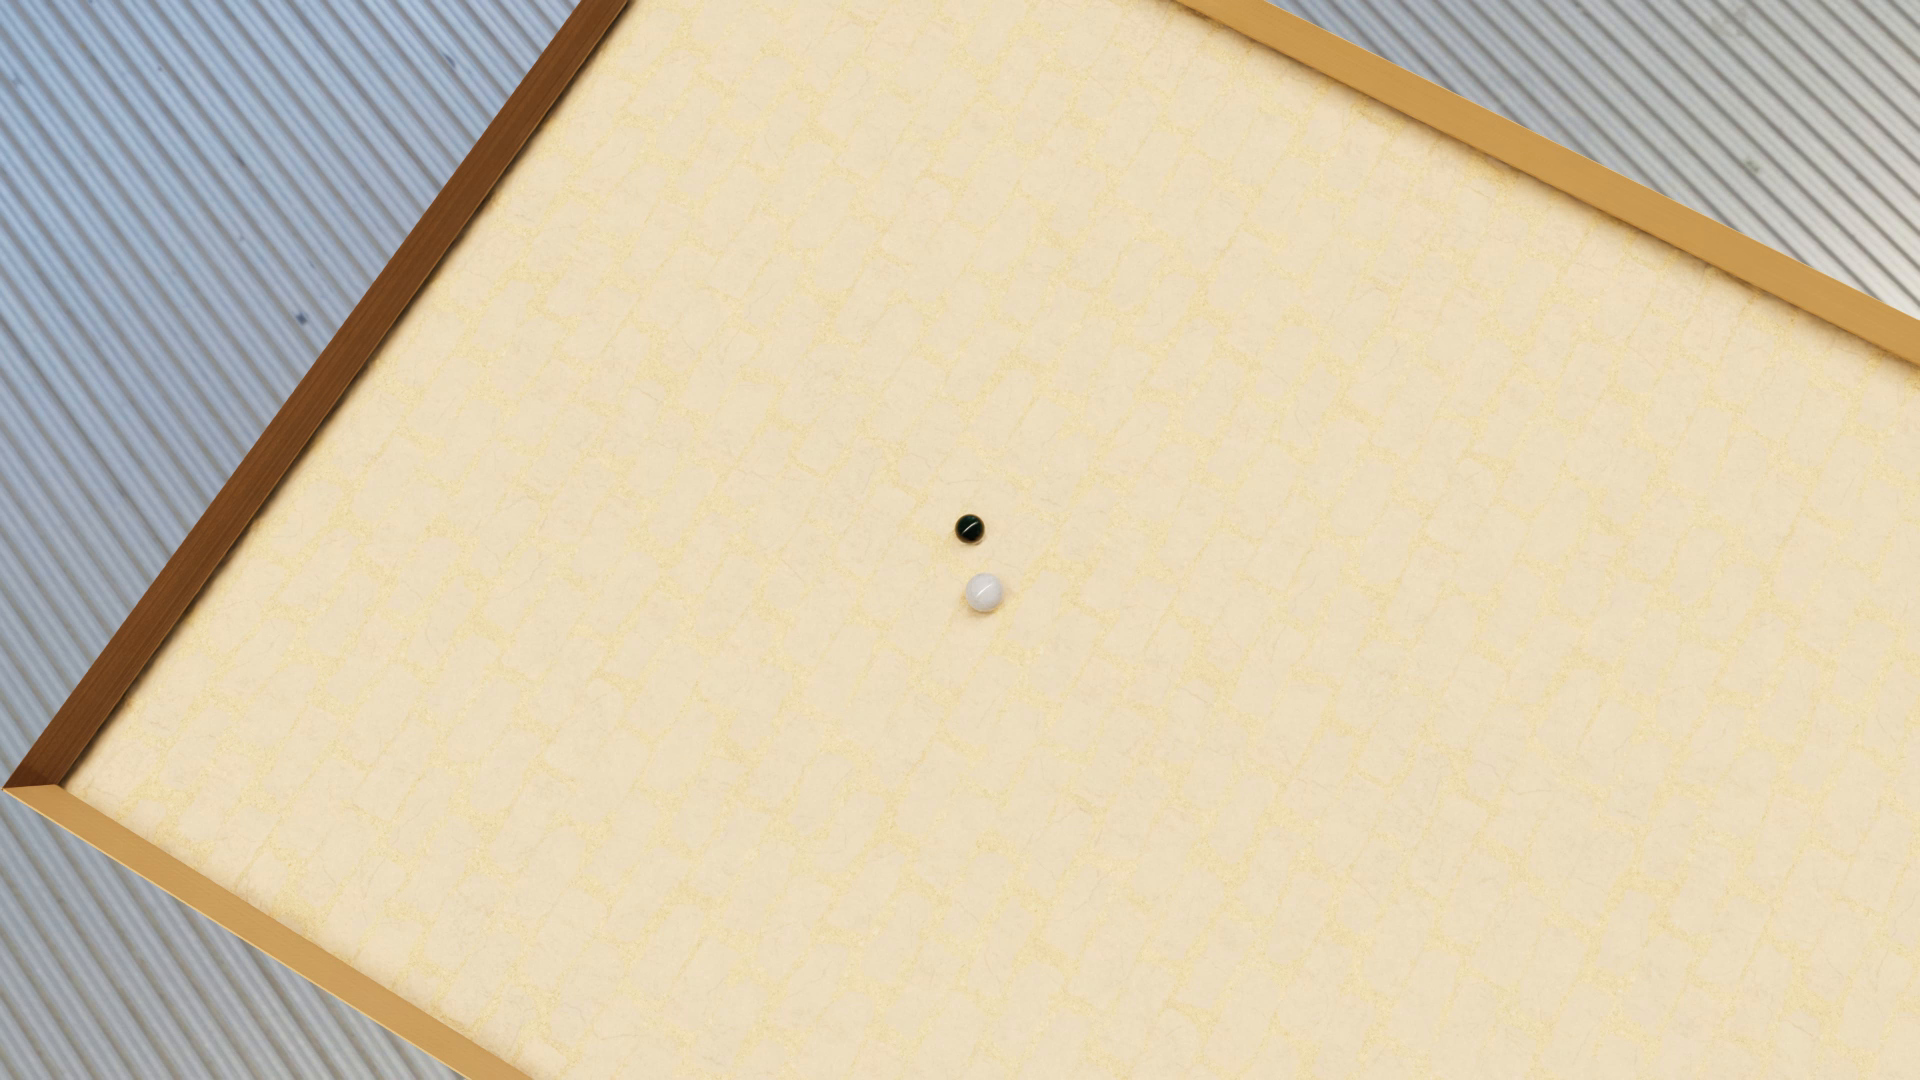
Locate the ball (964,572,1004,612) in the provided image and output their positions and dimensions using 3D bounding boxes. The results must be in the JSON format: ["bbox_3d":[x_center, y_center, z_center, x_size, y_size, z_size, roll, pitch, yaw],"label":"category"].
[{"bbox_3d":[0.038,0.080,3.399,0.061,0.061,0.061,0,71,0],"label":"ball"}]

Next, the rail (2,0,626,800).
[{"bbox_3d":[-0.859,-0.476,3.575,0.045,0.091,2.126,29,73,9],"label":"rail"}]

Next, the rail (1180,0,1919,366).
[{"bbox_3d":[1.400,-0.374,3.540,4.065,0.091,0.045,29,73,9],"label":"rail"}]

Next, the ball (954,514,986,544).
[{"bbox_3d":[0.015,-0.017,3.439,0.049,0.049,0.049,0,71,0],"label":"ball"}]

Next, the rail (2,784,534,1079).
[{"bbox_3d":[0.358,1.325,2.952,4.065,0.091,0.045,29,73,9],"label":"rail"}]
